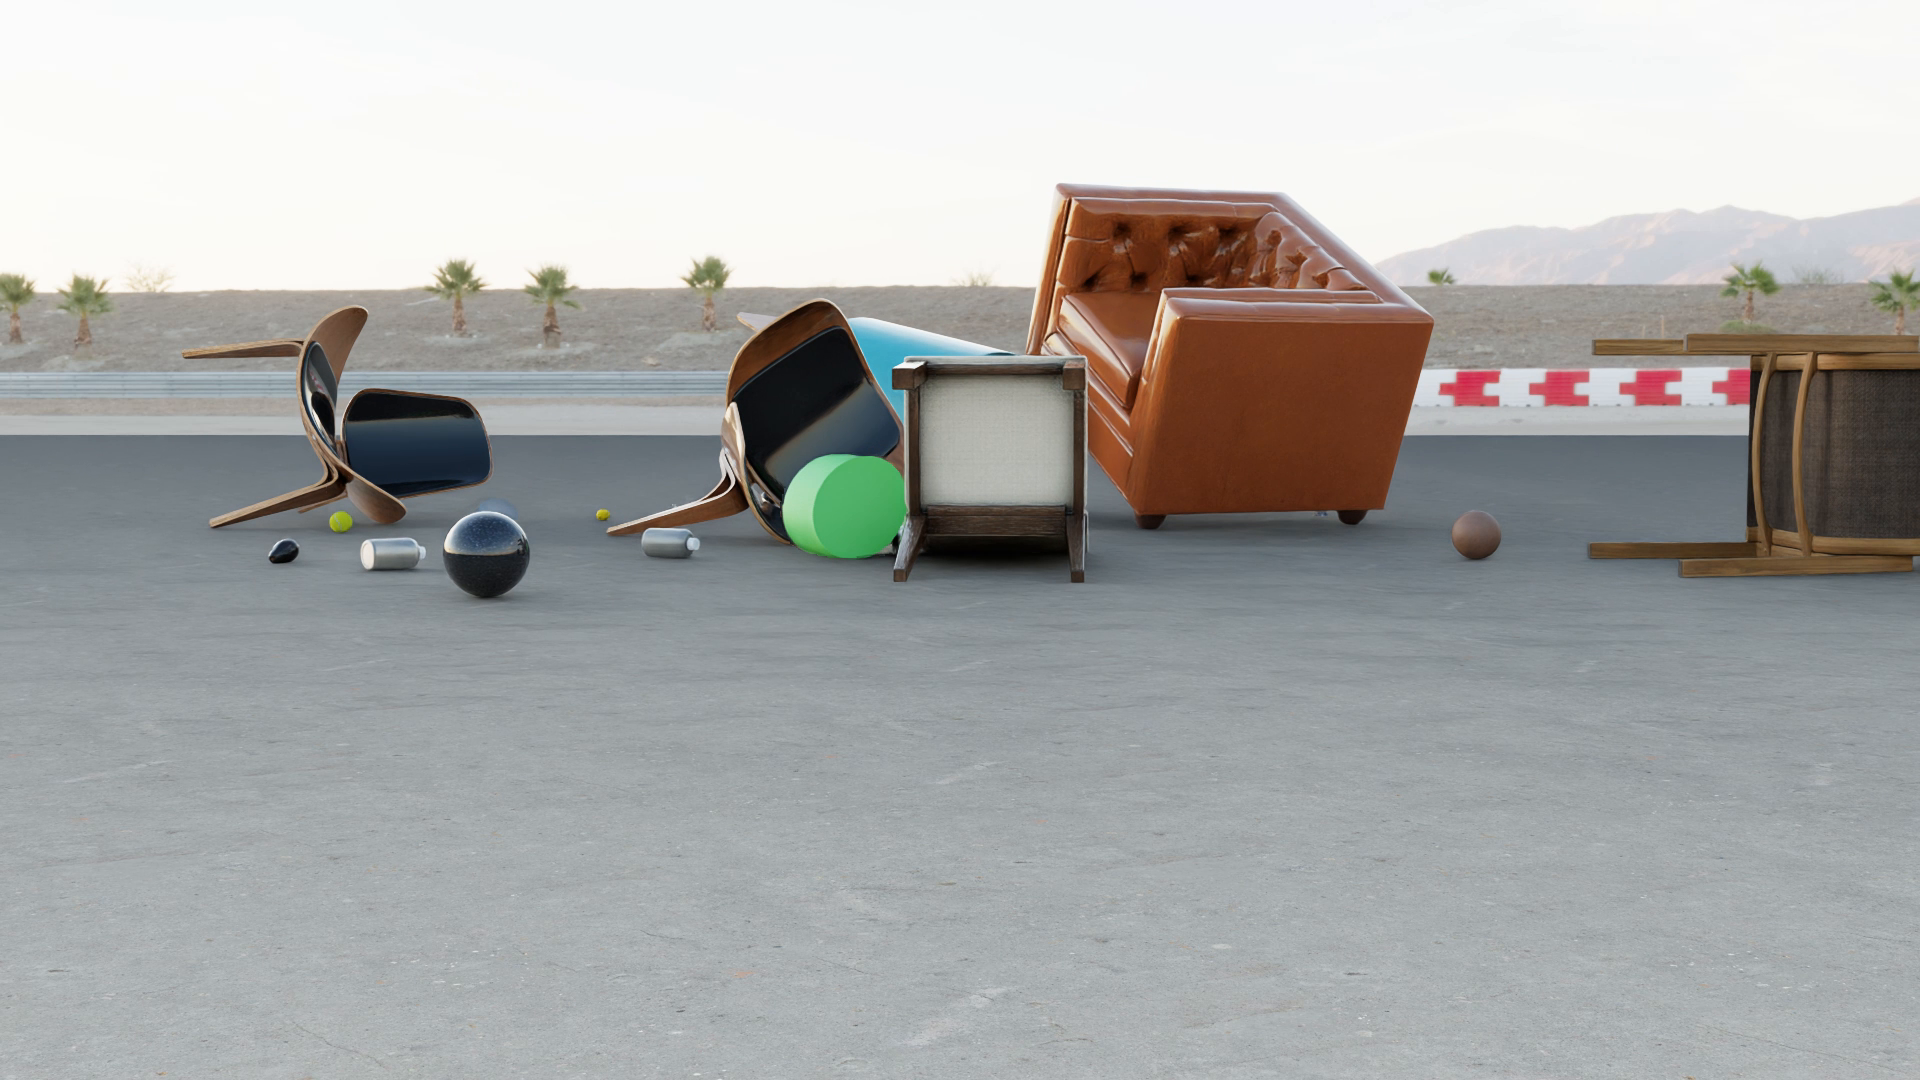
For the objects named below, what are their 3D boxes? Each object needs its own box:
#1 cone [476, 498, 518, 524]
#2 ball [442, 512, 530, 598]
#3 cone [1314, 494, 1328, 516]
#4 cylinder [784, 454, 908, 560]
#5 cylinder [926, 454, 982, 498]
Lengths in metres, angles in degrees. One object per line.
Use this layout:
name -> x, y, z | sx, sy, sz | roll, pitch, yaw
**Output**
cone -> -1.395, -0.040, 6.682 | 0.131, 0.136, 0.140 | -39, -16, -15
ball -> -1.021, 0.031, 4.742 | 0.185, 0.185, 0.185 | 0, 4, 0
cone -> 1.274, -0.128, 7.773 | 0.058, 0.087, 0.038 | -2, 4, -21
cylinder -> -0.308, -0.092, 5.892 | 0.290, 0.255, 0.211 | -48, 22, -16
cylinder -> -0.026, -0.268, 9.130 | 0.180, 0.185, 0.152 | -2, -16, -30
